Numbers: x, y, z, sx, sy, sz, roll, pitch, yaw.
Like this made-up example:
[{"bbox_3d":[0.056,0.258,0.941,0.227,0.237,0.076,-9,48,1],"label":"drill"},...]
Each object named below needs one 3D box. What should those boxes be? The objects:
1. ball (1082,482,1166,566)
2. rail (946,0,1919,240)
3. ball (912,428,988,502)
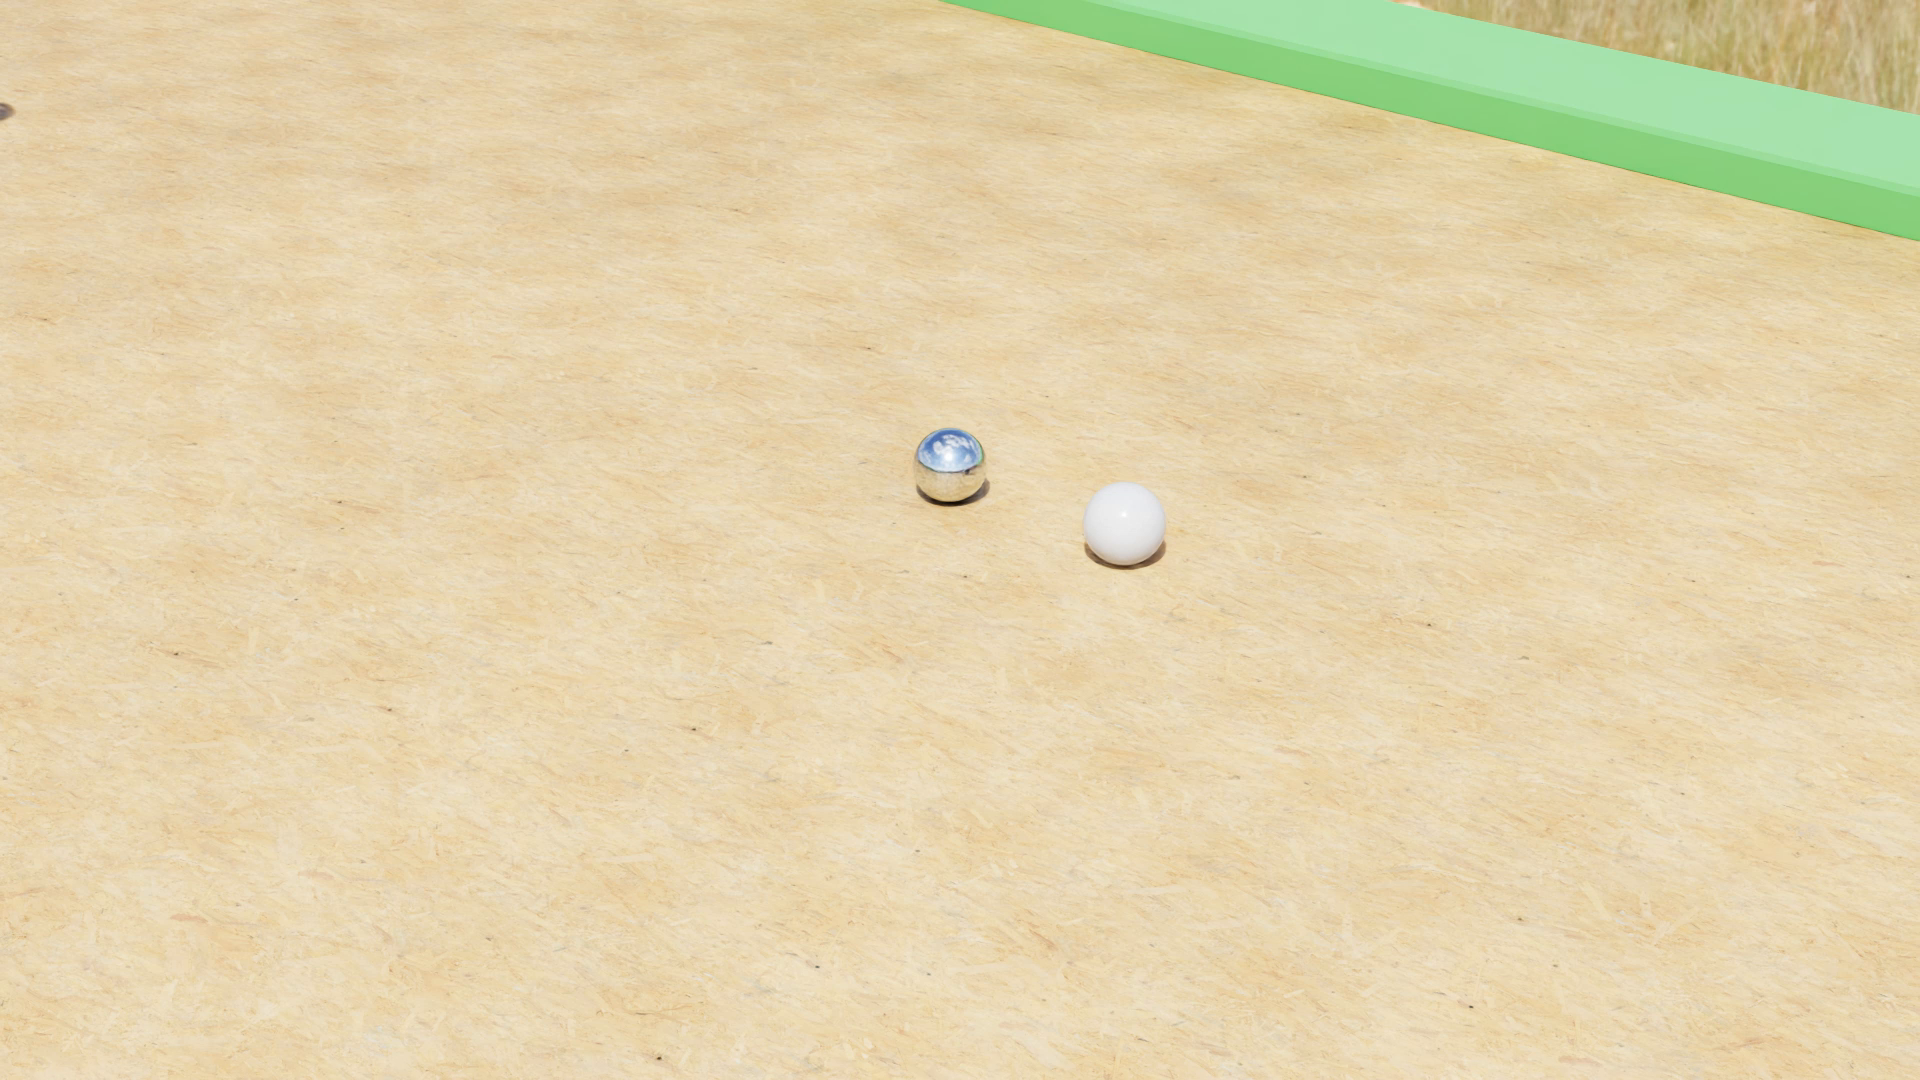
[{"bbox_3d":[0.128,-0.013,2.292,0.066,0.066,0.066,0,24,0],"label":"ball"},{"bbox_3d":[0.095,-0.720,3.783,4.480,0.127,0.045,22,33,40],"label":"rail"},{"bbox_3d":[-0.008,-0.061,2.404,0.062,0.062,0.062,0,24,0],"label":"ball"}]
